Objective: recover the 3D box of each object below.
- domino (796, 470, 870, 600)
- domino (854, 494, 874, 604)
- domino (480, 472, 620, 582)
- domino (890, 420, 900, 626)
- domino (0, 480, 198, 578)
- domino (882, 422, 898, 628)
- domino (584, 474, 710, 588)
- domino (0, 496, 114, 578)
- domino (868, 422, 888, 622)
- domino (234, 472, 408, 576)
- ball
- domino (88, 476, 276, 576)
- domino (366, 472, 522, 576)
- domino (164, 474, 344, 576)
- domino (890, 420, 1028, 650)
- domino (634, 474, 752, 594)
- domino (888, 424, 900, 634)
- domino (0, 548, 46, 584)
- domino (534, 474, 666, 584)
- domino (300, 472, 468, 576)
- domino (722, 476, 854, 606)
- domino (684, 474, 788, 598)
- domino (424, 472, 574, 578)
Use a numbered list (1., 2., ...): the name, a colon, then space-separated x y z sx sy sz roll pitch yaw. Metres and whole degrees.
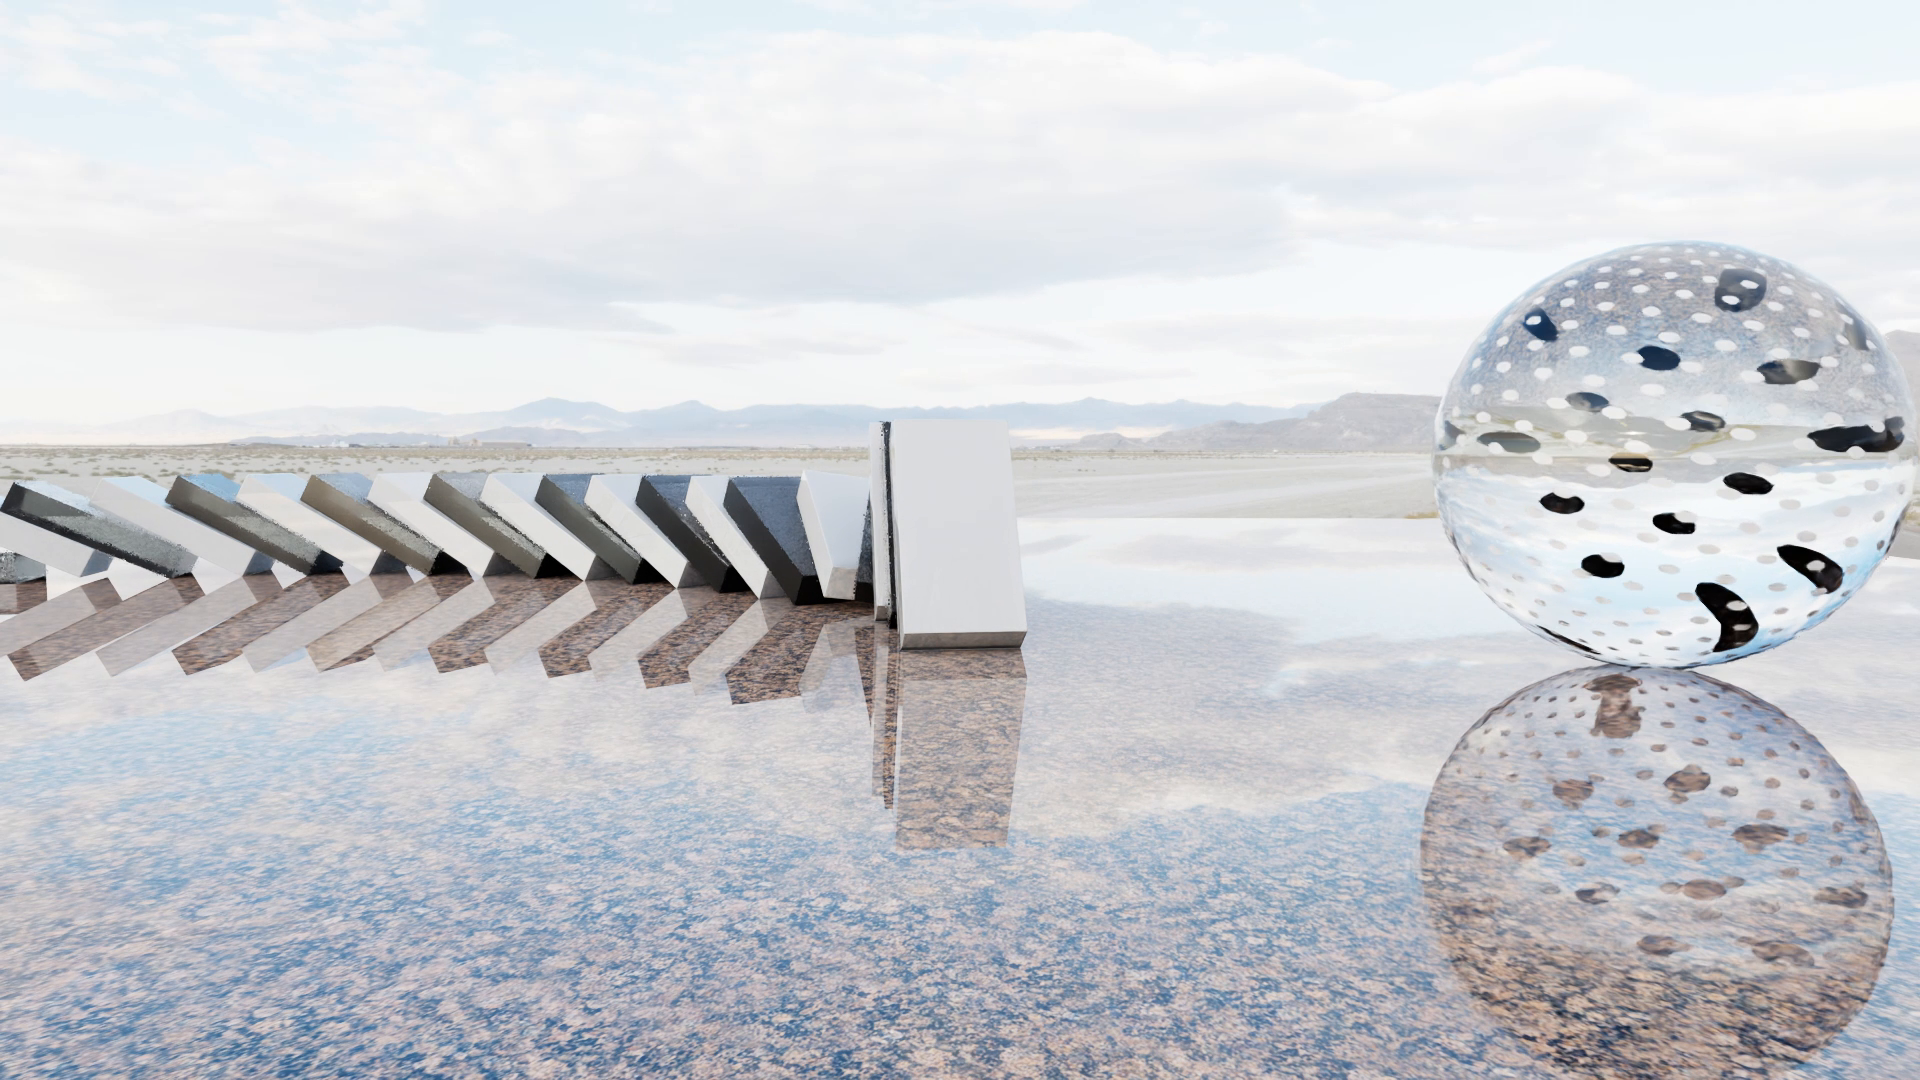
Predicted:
1. domino: -0.028 -0.001 0.349 0.025 0.009 0.050 7 30 -21
2. domino: -0.011 -0.006 0.330 0.025 0.050 0.009 8 -34 -4
3. domino: -0.128 -0.005 0.416 0.050 0.009 0.025 34 17 20
4. domino: -0.002 -0.003 0.283 0.025 0.050 0.009 -1 -26 -7
5. domino: -0.272 -0.003 0.409 0.050 0.009 0.025 26 -4 -18
6. domino: -0.005 -0.004 0.305 0.025 0.050 0.009 -1 -26 -7
7. domino: -0.091 -0.004 0.398 0.050 0.009 0.025 37 25 29
8. domino: -0.295 -0.004 0.401 0.050 0.009 0.025 26 -4 -17
9. domino: -0.009 -0.005 0.316 0.025 0.050 0.009 -1 -26 -7
10. domino: -0.210 -0.006 0.427 0.050 0.009 0.025 29 5 1
11. ball: 0.131 -0.016 0.242 0.080 0.080 0.080 0 4 0
12. domino: -0.252 -0.005 0.419 0.050 0.009 0.025 27 0 -10
13. domino: -0.168 -0.006 0.426 0.050 0.009 0.025 31 12 12
14. domino: -0.231 -0.005 0.424 0.050 0.009 0.025 29 2 -4
15. domino: -0.001 -0.002 0.272 0.025 0.050 0.009 -1 -26 -7
16. domino: -0.074 -0.003 0.387 0.025 0.009 0.050 -4 36 -46
17. domino: -0.003 -0.003 0.294 0.025 0.050 0.009 -1 -26 -7
18. domino: -0.315 0.008 0.394 0.050 0.009 0.025 -1 4 -18
19. domino: -0.109 -0.004 0.408 0.050 0.009 0.025 35 21 26
20. domino: -0.189 -0.006 0.427 0.050 0.009 0.025 30 8 5
21. domino: -0.044 -0.001 0.359 0.025 0.009 0.050 -3 35 -35
22. domino: -0.058 -0.002 0.374 0.025 0.009 0.050 -3 35 -39
23. domino: -0.148 -0.006 0.422 0.050 0.010 0.025 32 14 15
